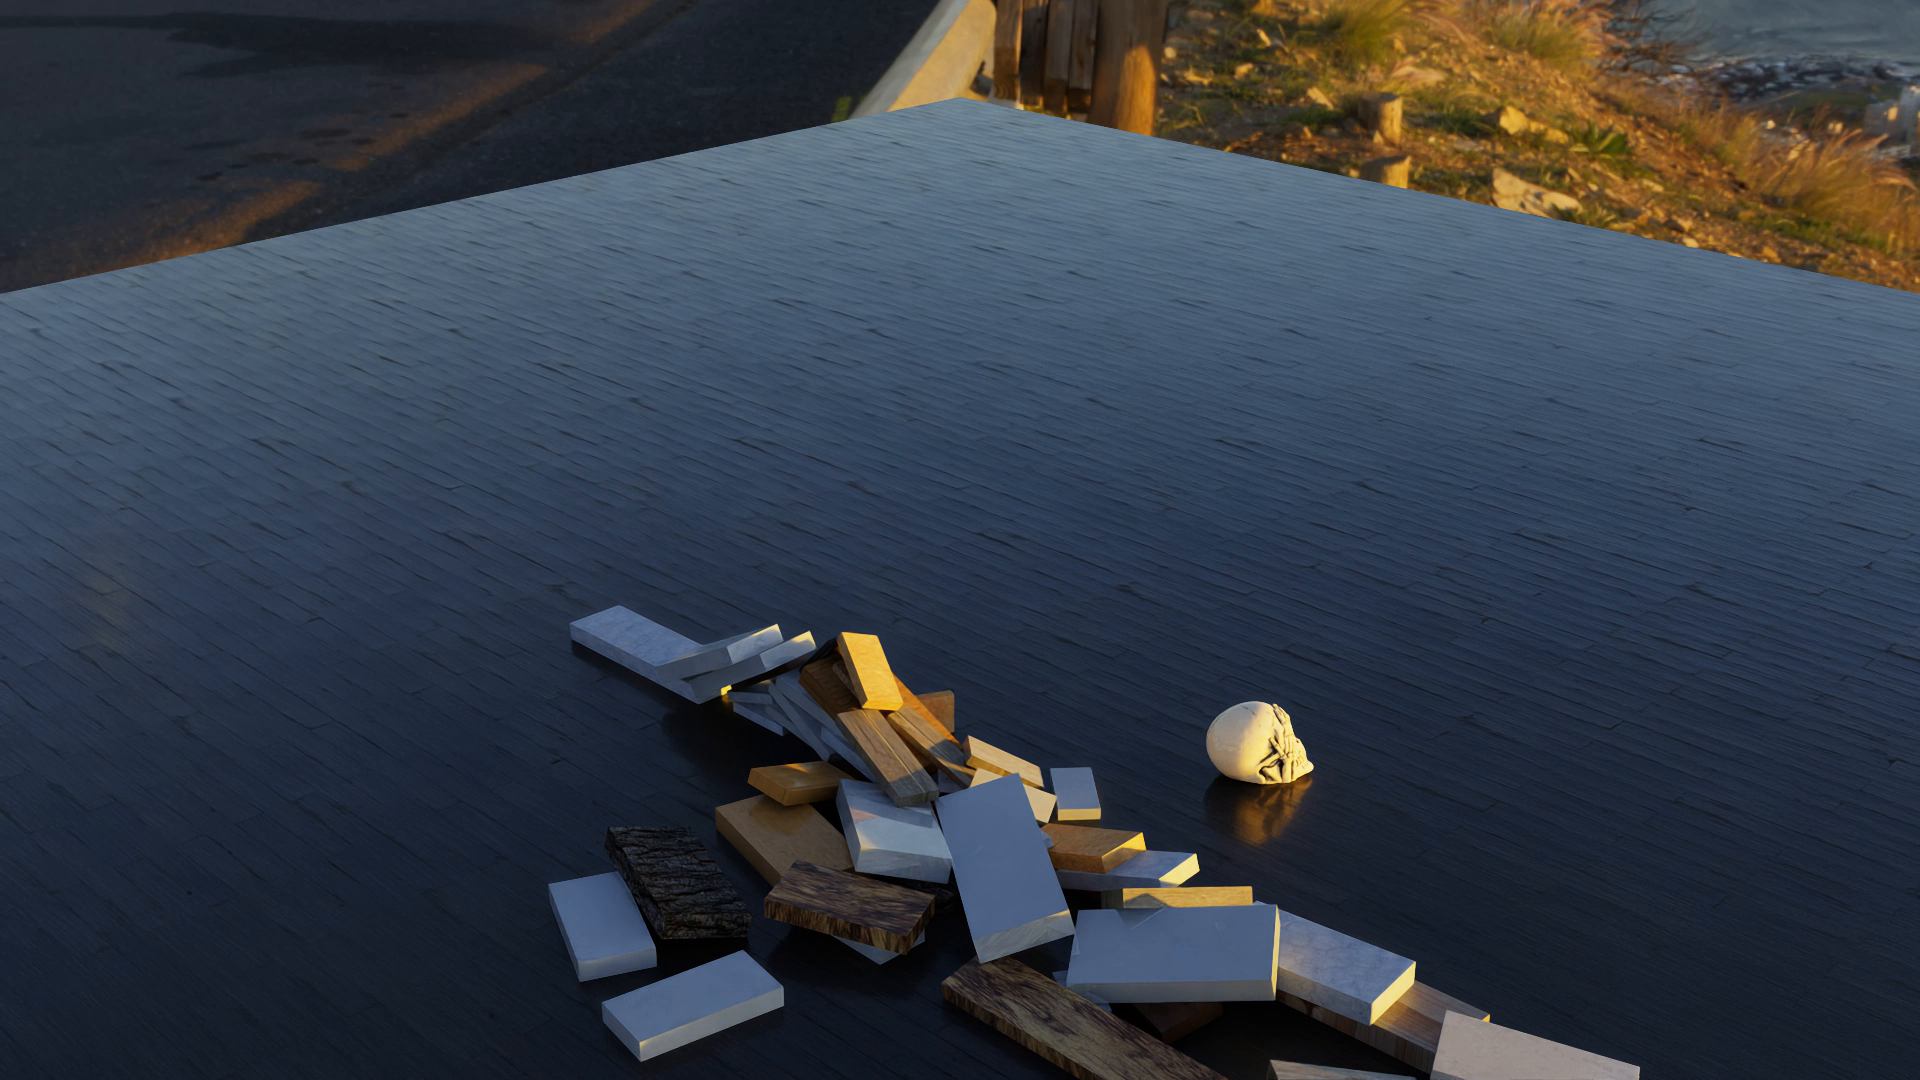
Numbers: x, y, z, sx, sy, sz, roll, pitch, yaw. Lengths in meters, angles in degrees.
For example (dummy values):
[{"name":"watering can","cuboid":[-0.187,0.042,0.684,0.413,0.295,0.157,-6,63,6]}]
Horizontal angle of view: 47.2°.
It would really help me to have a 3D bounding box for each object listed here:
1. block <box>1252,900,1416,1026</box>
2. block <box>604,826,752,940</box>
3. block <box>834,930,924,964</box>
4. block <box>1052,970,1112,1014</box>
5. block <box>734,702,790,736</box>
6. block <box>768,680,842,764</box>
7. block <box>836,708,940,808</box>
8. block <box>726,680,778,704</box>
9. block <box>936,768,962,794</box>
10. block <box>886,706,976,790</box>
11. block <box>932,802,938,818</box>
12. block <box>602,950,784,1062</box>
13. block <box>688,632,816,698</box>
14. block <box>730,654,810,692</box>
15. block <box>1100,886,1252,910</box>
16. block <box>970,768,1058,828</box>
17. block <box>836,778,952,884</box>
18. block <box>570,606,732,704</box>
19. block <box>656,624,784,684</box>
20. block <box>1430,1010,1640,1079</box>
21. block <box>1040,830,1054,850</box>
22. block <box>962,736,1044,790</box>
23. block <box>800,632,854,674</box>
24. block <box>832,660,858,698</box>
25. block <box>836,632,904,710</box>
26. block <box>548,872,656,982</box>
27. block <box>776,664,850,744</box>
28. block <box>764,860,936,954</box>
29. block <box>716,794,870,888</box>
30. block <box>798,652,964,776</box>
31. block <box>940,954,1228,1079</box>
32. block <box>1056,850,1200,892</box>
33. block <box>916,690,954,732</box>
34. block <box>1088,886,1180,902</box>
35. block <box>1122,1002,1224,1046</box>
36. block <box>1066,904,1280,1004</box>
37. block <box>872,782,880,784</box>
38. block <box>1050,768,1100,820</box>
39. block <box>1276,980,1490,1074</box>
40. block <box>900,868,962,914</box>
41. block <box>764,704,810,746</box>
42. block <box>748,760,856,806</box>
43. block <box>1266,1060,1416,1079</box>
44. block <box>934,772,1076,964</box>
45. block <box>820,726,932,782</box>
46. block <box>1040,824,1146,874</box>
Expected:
[{"name":"block","cuboid":[0.615,0.737,3.850,0.319,0.045,0.159,17,28,35]},{"name":"block","cuboid":[-0.534,0.641,4.138,0.169,0.048,0.347,4,19,-29]},{"name":"block","cuboid":[-0.181,0.705,4.060,0.110,0.031,0.221,-21,30,-40]},{"name":"block","cuboid":[0.213,0.799,3.854,0.068,0.019,0.136,-6,24,-13]},{"name":"block","cuboid":[-0.413,0.380,4.836,0.083,0.024,0.167,-21,31,-40]},{"name":"block","cuboid":[-0.300,0.375,4.717,0.114,0.032,0.229,-17,53,-37]},{"name":"block","cuboid":[-0.148,0.435,4.426,0.090,0.025,0.283,-9,36,-29]},{"name":"block","cuboid":[-0.430,0.333,4.833,0.083,0.024,0.166,-21,13,-39]},{"name":"block","cuboid":[0.026,0.501,4.519,0.146,0.021,0.073,7,16,-4]},{"name":"block","cuboid":[-0.008,0.460,4.495,0.351,0.017,0.062,39,41,26]},{"name":"block","cuboid":[0.013,0.557,4.422,0.073,0.021,0.146,-17,28,-34]},{"name":"block","cuboid":[-0.462,0.805,3.813,0.280,0.040,0.140,-15,27,-32]},{"name":"block","cuboid":[-0.455,0.273,4.809,0.145,0.041,0.290,-24,1,-41]},{"name":"block","cuboid":[-0.413,0.289,4.789,0.069,0.020,0.209,-24,1,-44]},{"name":"block","cuboid":[0.390,0.646,3.962,0.244,0.035,0.122,1,-11,-15]},{"name":"block","cuboid":[0.103,0.522,4.423,0.171,0.024,0.086,20,36,5]},{"name":"block","cuboid":[-0.132,0.561,4.261,0.177,0.050,0.354,10,13,-12]},{"name":"block","cuboid":[-0.701,0.261,5.093,0.480,0.041,0.145,21,31,41]},{"name":"block","cuboid":[-0.531,0.251,4.839,0.145,0.041,0.290,-24,4,-41]},{"name":"block","cuboid":[0.933,0.876,3.575,0.319,0.045,0.159,14,29,14]},{"name":"block","cuboid":[0.118,0.577,4.262,0.073,0.021,0.146,-23,18,-16]},{"name":"block","cuboid":[0.089,0.465,4.532,0.171,0.024,0.086,25,19,-15]},{"name":"block","cuboid":[-0.282,0.243,4.678,0.069,0.138,0.020,-22,74,-43]},{"name":"block","cuboid":[-0.199,0.301,4.607,0.069,0.020,0.138,-18,53,-39]},{"name":"block","cuboid":[-0.188,0.273,4.584,0.090,0.025,0.180,8,44,-37]},{"name":"block","cuboid":[-0.660,0.707,4.044,0.140,0.040,0.280,-8,24,-19]},{"name":"block","cuboid":[-0.272,0.340,4.681,0.229,0.032,0.114,33,39,31]},{"name":"block","cuboid":[-0.201,0.671,4.029,0.280,0.040,0.140,12,27,18]},{"name":"block","cuboid":[-0.330,0.595,4.297,0.169,0.048,0.337,-13,26,-28]},{"name":"block","cuboid":[-0.166,0.366,4.601,0.169,0.048,0.338,-21,55,-40]},{"name":"block","cuboid":[0.269,0.865,3.650,0.733,0.035,0.123,22,42,41]},{"name":"block","cuboid":[0.315,0.624,4.146,0.244,0.035,0.122,-3,14,41]},{"name":"block","cuboid":[-0.102,0.382,4.745,0.180,0.090,0.026,-7,24,-17]},{"name":"block","cuboid":[0.328,0.662,4.129,0.161,0.023,0.081,6,21,45]},{"name":"block","cuboid":[0.338,0.777,3.840,0.123,0.035,0.246,-25,32,-19]},{"name":"block","cuboid":[0.373,0.721,3.827,0.354,0.050,0.177,-4,35,15]},{"name":"block","cuboid":[-0.140,0.520,4.457,0.123,0.062,0.017,-5,23,-11]},{"name":"block","cuboid":[0.235,0.519,4.506,0.085,0.024,0.171,-1,23,-3]},{"name":"block","cuboid":[0.697,0.795,3.828,0.413,0.045,0.159,20,30,39]},{"name":"block","cuboid":[-0.003,0.640,4.213,0.110,0.031,0.221,18,29,36]},{"name":"block","cuboid":[-0.338,0.388,4.763,0.083,0.024,0.166,-20,39,-39]},{"name":"block","cuboid":[-0.314,0.492,4.460,0.110,0.031,0.220,26,15,35]},{"name":"block","cuboid":[0.626,0.894,3.532,0.246,0.035,0.123,8,13,-6]},{"name":"block","cuboid":[0.076,0.603,4.118,0.177,0.050,0.551,-18,21,-2]},{"name":"block","cuboid":[-0.174,0.445,4.606,0.114,0.032,0.229,-21,43,-39]},{"name":"block","cuboid":[0.224,0.592,4.229,0.244,0.035,0.122,-2,15,46]}]
